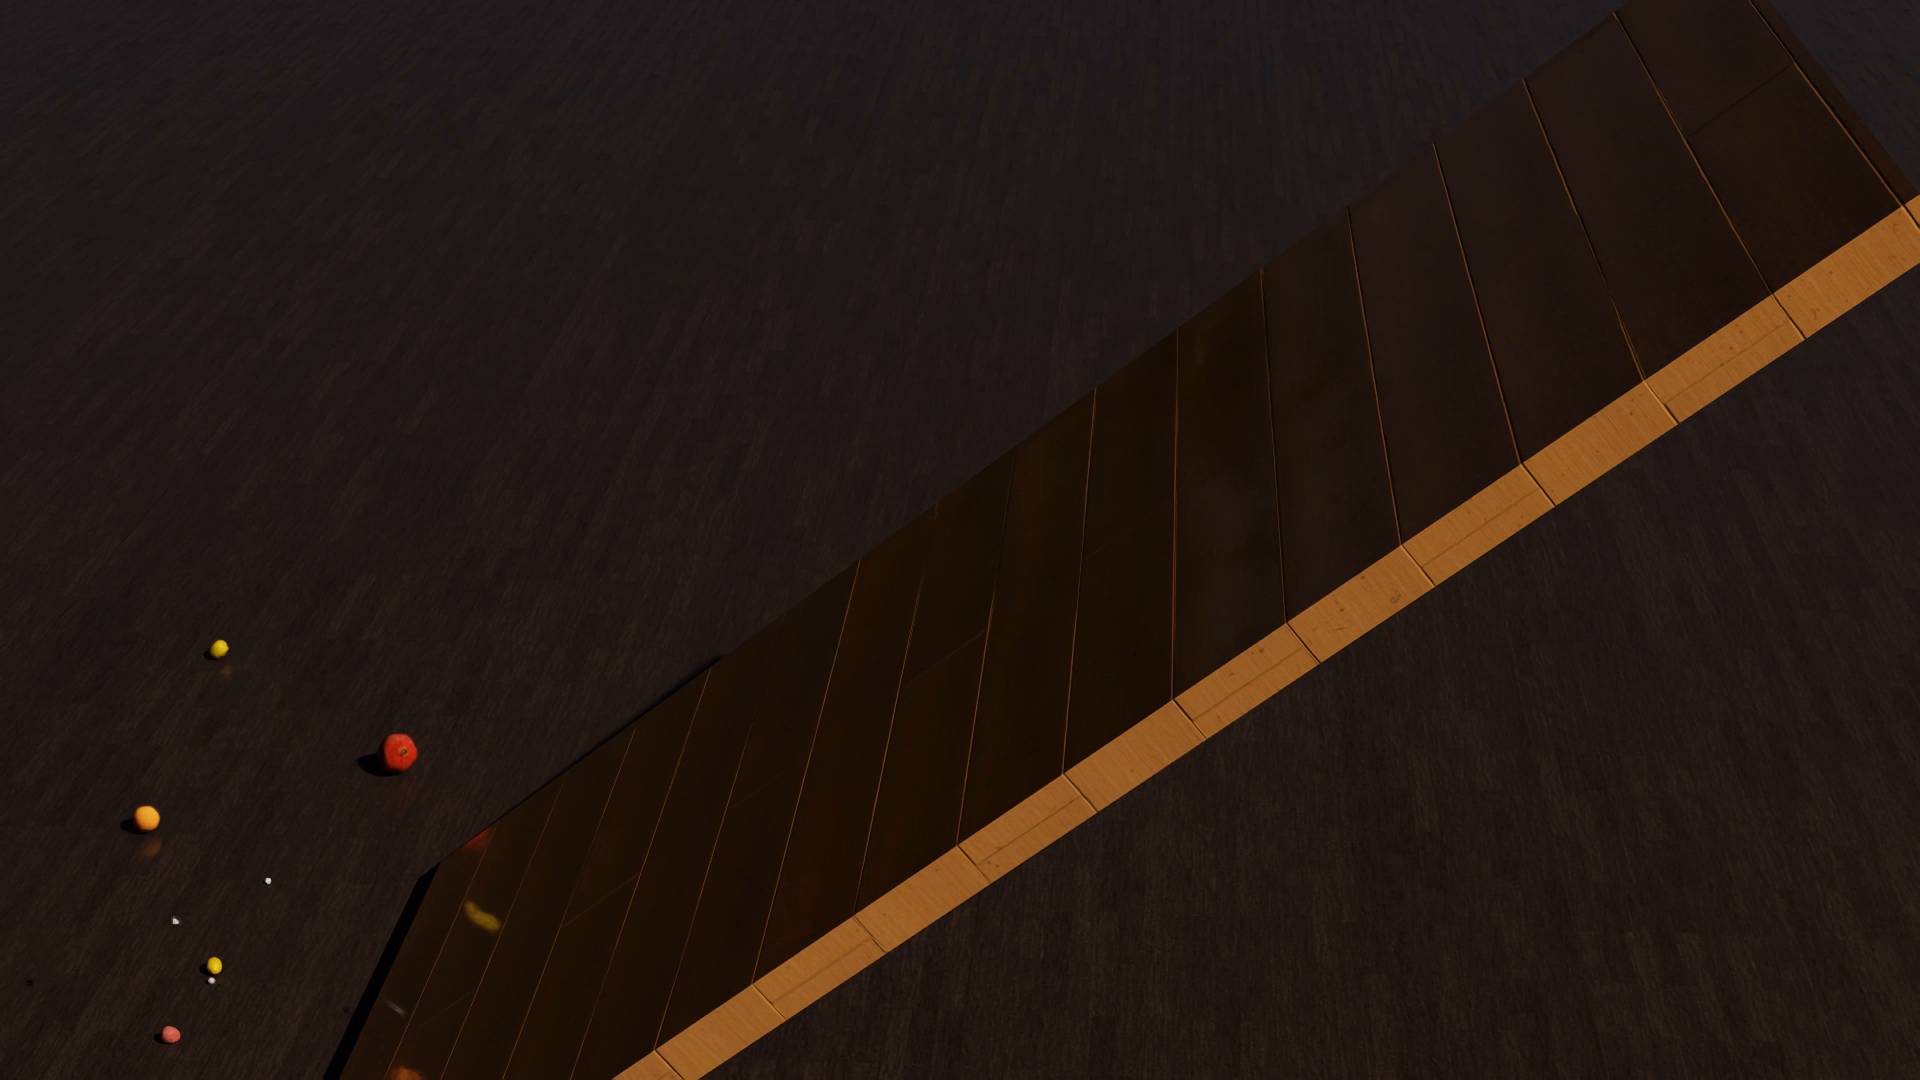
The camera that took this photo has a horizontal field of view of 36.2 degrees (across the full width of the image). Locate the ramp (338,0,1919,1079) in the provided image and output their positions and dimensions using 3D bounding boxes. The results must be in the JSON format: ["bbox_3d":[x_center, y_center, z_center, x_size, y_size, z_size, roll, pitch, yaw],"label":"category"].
[{"bbox_3d":[0.122,0.184,6.337,4.000,0.100,2.000,-36,16,18],"label":"ramp"}]
